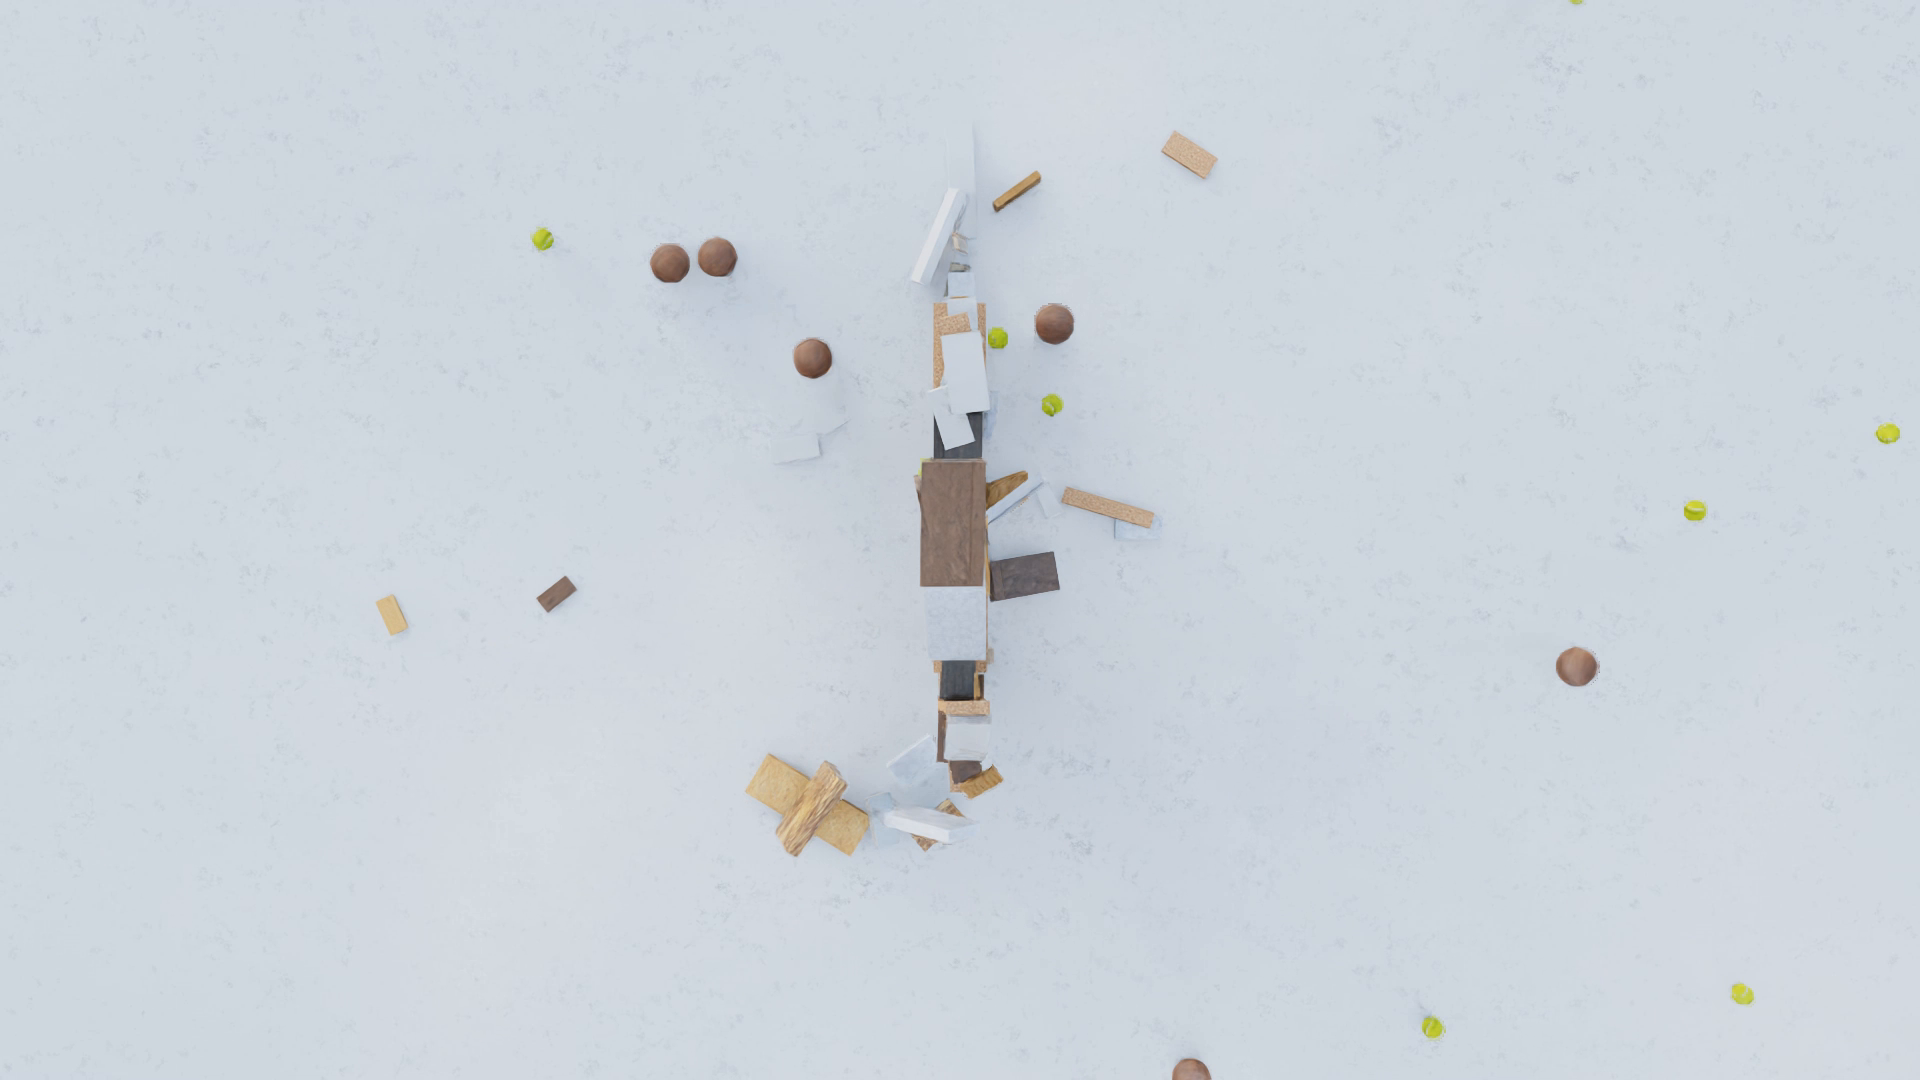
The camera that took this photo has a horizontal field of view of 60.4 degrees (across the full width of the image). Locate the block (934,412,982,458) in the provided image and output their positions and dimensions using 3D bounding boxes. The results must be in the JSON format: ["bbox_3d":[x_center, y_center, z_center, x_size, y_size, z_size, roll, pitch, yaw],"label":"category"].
[{"bbox_3d":[-0.007,-0.249,5.172,0.153,0.043,0.306,0,90,0],"label":"block"}]

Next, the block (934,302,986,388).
[{"bbox_3d":[-0.001,-0.573,5.148,0.164,0.047,0.329,0,90,0],"label":"block"}]

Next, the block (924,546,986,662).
[{"bbox_3d":[-0.013,0.188,4.692,0.171,0.499,0.049,-1,53,0],"label":"block"}]

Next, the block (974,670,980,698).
[{"bbox_3d":[0.017,0.505,5.122,0.095,0.027,0.190,-5,101,0],"label":"block"}]

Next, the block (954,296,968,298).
[{"bbox_3d":[0.002,-0.701,5.117,0.054,0.015,0.107,-4,90,0],"label":"block"}]

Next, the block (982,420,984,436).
[{"bbox_3d":[-0.003,-0.353,5.347,0.153,0.306,0.043,-1,90,0],"label":"block"}]

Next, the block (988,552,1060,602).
[{"bbox_3d":[0.205,0.119,5.414,0.259,0.037,0.130,-9,90,-33],"label":"block"}]

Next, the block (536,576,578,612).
[{"bbox_3d":[-1.342,0.180,5.491,0.123,0.017,0.062,-38,90,0],"label":"block"}]

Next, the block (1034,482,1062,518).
[{"bbox_3d":[0.293,-0.132,5.492,0.054,0.015,0.109,-23,90,0],"label":"block"}]

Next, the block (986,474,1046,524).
[{"bbox_3d":[0.162,-0.126,5.278,0.241,0.121,0.034,-37,87,9],"label":"block"}]

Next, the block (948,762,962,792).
[{"bbox_3d":[0.009,0.662,5.167,0.095,0.027,0.252,-3,90,0],"label":"block"}]

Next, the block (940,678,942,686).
[{"bbox_3d":[-0.005,0.386,5.027,0.099,0.199,0.028,4,123,0],"label":"block"}]

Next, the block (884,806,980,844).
[{"bbox_3d":[-0.092,0.920,5.346,0.291,0.145,0.041,6,97,43],"label":"block"}]

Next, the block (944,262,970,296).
[{"bbox_3d":[-0.011,-0.846,5.452,0.067,0.019,0.134,11,105,-2],"label":"block"}]

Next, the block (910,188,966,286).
[{"bbox_3d":[-0.071,-0.996,5.422,0.034,0.121,0.325,21,96,-19],"label":"block"}]

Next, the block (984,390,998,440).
[{"bbox_3d":[0.103,-0.410,5.394,0.027,0.190,0.095,10,118,-1],"label":"block"}]

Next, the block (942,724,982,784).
[{"bbox_3d":[0.008,0.657,5.123,0.095,0.027,0.190,-11,101,0],"label":"block"}]

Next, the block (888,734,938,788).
[{"bbox_3d":[-0.146,0.734,5.484,0.174,0.025,0.087,-37,96,0],"label":"block"}]

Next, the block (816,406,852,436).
[{"bbox_3d":[-0.420,-0.398,5.492,0.109,0.015,0.054,-31,90,0],"label":"block"}]

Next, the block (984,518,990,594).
[{"bbox_3d":[-0.004,-0.007,4.759,0.168,0.048,0.336,-3,90,0],"label":"block"}]

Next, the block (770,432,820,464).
[{"bbox_3d":[-0.548,-0.306,5.489,0.158,0.022,0.079,-9,90,0],"label":"block"}]

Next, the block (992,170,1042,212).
[{"bbox_3d":[0.187,-1.153,5.455,0.178,0.089,0.025,-36,91,0],"label":"block"}]

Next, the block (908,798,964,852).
[{"bbox_3d":[-0.078,0.947,5.488,0.174,0.025,0.087,-40,90,0],"label":"block"}]

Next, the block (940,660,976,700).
[{"bbox_3d":[-0.005,0.375,4.921,0.099,0.028,0.199,2,91,0],"label":"block"}]

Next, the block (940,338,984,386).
[{"bbox_3d":[0.005,-0.547,5.090,0.090,0.026,0.181,16,102,-4],"label":"block"}]

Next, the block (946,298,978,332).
[{"bbox_3d":[0.010,-0.656,5.095,0.090,0.026,0.181,-3,101,0],"label":"block"}]

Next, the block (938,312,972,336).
[{"bbox_3d":[-0.002,-0.599,5.052,0.090,0.026,0.181,-12,102,2],"label":"block"}]

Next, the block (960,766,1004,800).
[{"bbox_3d":[0.068,0.753,5.122,0.123,0.017,0.062,-31,126,8],"label":"block"}]

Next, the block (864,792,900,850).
[{"bbox_3d":[-0.258,0.929,5.464,0.087,0.025,0.174,-11,90,-37],"label":"block"}]

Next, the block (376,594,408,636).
[{"bbox_3d":[-1.890,0.250,5.491,0.062,0.017,0.123,-25,90,0],"label":"block"}]

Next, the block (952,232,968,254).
[{"bbox_3d":[0.001,-0.974,5.420,0.015,0.107,0.054,-10,88,16],"label":"block"}]

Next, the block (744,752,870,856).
[{"bbox_3d":[-0.500,0.879,5.479,0.412,0.041,0.145,31,90,0],"label":"block"}]

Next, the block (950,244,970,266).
[{"bbox_3d":[-0.002,-0.915,5.491,0.067,0.019,0.134,1,90,0],"label":"block"}]

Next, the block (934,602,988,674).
[{"bbox_3d":[0.001,0.245,5.142,0.167,0.047,0.334,0,90,0],"label":"block"}]

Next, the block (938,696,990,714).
[{"bbox_3d":[0.010,0.497,4.964,0.130,0.269,0.037,1,87,-6],"label":"block"}]

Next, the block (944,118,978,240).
[{"bbox_3d":[0.006,-1.200,5.487,0.089,0.025,0.400,-4,90,0],"label":"block"}]

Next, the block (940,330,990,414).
[{"bbox_3d":[0.017,-0.511,5.040,0.121,0.034,0.241,-8,102,-2],"label":"block"}]

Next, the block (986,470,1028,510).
[{"bbox_3d":[0.150,-0.157,5.410,0.027,0.190,0.095,21,120,40],"label":"block"}]

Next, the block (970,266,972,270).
[{"bbox_3d":[0.002,-0.839,5.474,0.067,0.019,0.134,2,105,0],"label":"block"}]

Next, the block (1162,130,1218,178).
[{"bbox_3d":[0.764,-1.281,5.489,0.173,0.022,0.079,33,90,0],"label":"block"}]

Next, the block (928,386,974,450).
[{"bbox_3d":[-0.028,-0.383,5.106,0.095,0.027,0.190,-16,106,6],"label":"block"}]

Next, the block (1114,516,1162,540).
[{"bbox_3d":[0.595,-0.042,5.489,0.158,0.022,0.079,1,90,0],"label":"block"}]

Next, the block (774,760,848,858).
[{"bbox_3d":[-0.486,0.875,5.380,0.041,0.145,0.291,33,94,-30],"label":"block"}]

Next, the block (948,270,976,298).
[{"bbox_3d":[0.007,-0.796,5.442,0.089,0.025,0.178,-2,105,1],"label":"block"}]

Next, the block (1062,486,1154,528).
[{"bbox_3d":[0.491,-0.108,5.476,0.307,0.015,0.054,17,77,4],"label":"block"}]

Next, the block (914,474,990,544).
[{"bbox_3d":[-0.021,-0.081,4.577,0.171,0.343,0.049,-10,59,0],"label":"block"}]

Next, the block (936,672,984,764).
[{"bbox_3d":[0.002,0.560,5.200,0.140,0.040,0.280,2,90,0],"label":"block"}]

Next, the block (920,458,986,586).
[{"bbox_3d":[-0.020,-0.046,4.420,0.171,0.049,0.343,0,105,-3],"label":"block"}]

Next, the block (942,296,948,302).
[{"bbox_3d":[-0.014,-0.756,5.432,0.107,0.015,0.054,28,104,-7],"label":"block"}]

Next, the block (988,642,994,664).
[{"bbox_3d":[0.023,0.366,5.333,0.167,0.334,0.047,-2,90,0],"label":"block"}]

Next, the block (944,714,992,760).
[{"bbox_3d":[0.021,0.595,4.987,0.130,0.259,0.037,1,59,-2],"label":"block"}]
